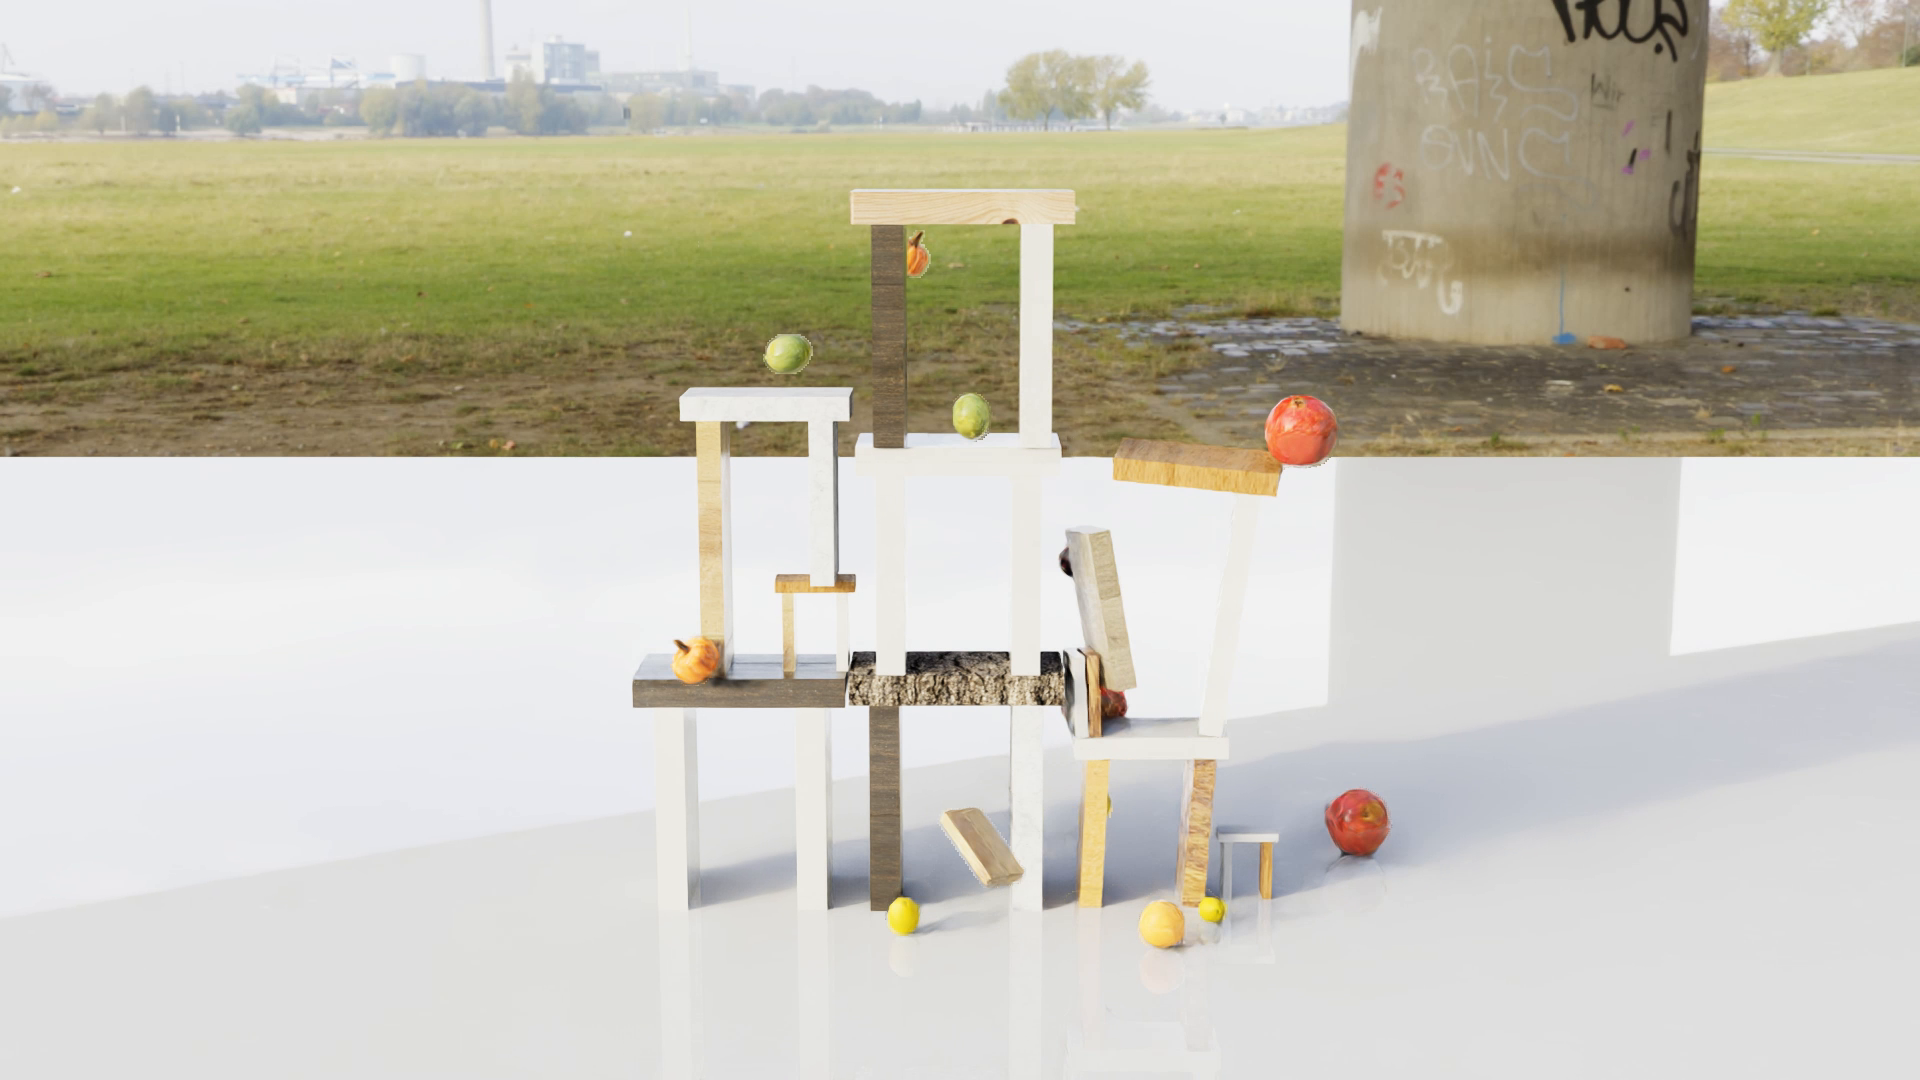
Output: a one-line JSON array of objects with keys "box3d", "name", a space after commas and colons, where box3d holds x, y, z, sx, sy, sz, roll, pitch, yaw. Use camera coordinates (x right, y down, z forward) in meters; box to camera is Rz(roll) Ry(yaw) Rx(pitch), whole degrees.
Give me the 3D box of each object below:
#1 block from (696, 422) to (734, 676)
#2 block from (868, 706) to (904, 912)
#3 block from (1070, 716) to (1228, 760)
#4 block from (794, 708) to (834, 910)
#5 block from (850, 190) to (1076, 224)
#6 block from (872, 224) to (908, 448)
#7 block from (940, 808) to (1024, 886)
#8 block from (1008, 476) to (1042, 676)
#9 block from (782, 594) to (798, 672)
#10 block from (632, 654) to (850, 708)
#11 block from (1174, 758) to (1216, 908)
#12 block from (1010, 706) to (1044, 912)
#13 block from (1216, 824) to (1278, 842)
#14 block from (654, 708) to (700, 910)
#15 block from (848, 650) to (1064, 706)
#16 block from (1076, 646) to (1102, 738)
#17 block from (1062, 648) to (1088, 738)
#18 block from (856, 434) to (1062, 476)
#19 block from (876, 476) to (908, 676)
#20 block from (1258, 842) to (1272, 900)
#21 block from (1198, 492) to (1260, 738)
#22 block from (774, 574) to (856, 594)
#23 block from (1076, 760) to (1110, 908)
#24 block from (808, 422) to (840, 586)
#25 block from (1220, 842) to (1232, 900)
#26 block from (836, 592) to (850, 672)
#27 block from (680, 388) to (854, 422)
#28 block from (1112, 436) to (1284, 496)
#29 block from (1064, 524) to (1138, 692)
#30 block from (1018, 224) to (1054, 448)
[{"box3d": [-0.395, 0.004, 3.557, 0.038, 0.413, 0.133, 0, 11, 0], "name": "block"}, {"box3d": [-0.121, 0.420, 3.640, 0.049, 0.346, 0.173, 0, 11, 0], "name": "block"}, {"box3d": [0.309, 0.326, 3.617, 0.249, 0.035, 0.125, 0, 11, -1], "name": "block"}, {"box3d": [-0.241, 0.421, 3.642, 0.048, 0.341, 0.171, 0, 11, 0], "name": "block"}, {"box3d": [0.004, -0.525, 3.460, 0.346, 0.049, 0.173, 0, 11, 0], "name": "block"}, {"box3d": [-0.112, -0.331, 3.496, 0.049, 0.346, 0.173, 0, 11, 0], "name": "block"}, {"box3d": [0.033, 0.454, 3.262, 0.068, 0.019, 0.135, -1, 40, -41], "name": "block"}, {"box3d": [0.105, 0.043, 3.568, 0.046, 0.323, 0.162, 0, 11, 0], "name": "block"}, {"box3d": [-0.278, 0.143, 3.587, 0.018, 0.130, 0.065, 0, 11, 0], "name": "block"}, {"box3d": [-0.354, 0.230, 3.607, 0.341, 0.048, 0.171, 0, 11, 0], "name": "block"}, {"box3d": [0.389, 0.467, 3.640, 0.035, 0.249, 0.125, 4, 11, -1], "name": "block"}, {"box3d": [0.109, 0.420, 3.640, 0.049, 0.346, 0.173, 0, 11, 0], "name": "block"}, {"box3d": [0.475, 0.486, 3.648, 0.099, 0.014, 0.050, 0, 11, 0], "name": "block"}, {"box3d": [-0.468, 0.421, 3.642, 0.048, 0.341, 0.171, 0, 11, 0], "name": "block"}, {"box3d": [-0.006, 0.226, 3.603, 0.346, 0.049, 0.173, 0, 11, 0], "name": "block"}, {"box3d": [0.209, 0.247, 3.576, 0.019, 0.135, 0.068, -4, 11, -12], "name": "block"}, {"box3d": [0.188, 0.248, 3.571, 0.019, 0.135, 0.068, -6, 11, -10], "name": "block"}, {"box3d": [-0.003, -0.138, 3.534, 0.323, 0.046, 0.162, 0, 11, 0], "name": "block"}, {"box3d": [-0.111, 0.043, 3.568, 0.046, 0.323, 0.162, 0, 11, 0], "name": "block"}, {"box3d": [0.508, 0.542, 3.658, 0.014, 0.099, 0.050, 0, 11, 0], "name": "block"}, {"box3d": [0.436, 0.103, 3.553, 0.036, 0.412, 0.129, 9, 19, 5], "name": "block"}, {"box3d": [-0.235, 0.070, 3.574, 0.130, 0.018, 0.065, 0, 11, -2], "name": "block"}, {"box3d": [0.219, 0.468, 3.642, 0.035, 0.249, 0.125, 3, 11, 0], "name": "block"}, {"box3d": [-0.219, -0.069, 3.545, 0.038, 0.266, 0.133, 0, 11, 0], "name": "block"}, {"box3d": [0.442, 0.542, 3.658, 0.014, 0.099, 0.049, 0, 11, 0], "name": "block"}, {"box3d": [-0.191, 0.143, 3.586, 0.018, 0.130, 0.065, 0, 11, 0], "name": "block"}, {"box3d": [-0.306, -0.217, 3.516, 0.265, 0.038, 0.133, 0, 11, 0], "name": "block"}, {"box3d": [0.379, -0.117, 3.492, 0.257, 0.036, 0.129, 6, 19, 10], "name": "block"}, {"box3d": [0.227, 0.109, 3.553, 0.036, 0.257, 0.129, -12, 7, -13], "name": "block"}, {"box3d": [0.119, -0.330, 3.495, 0.049, 0.346, 0.173, 0, 11, 0], "name": "block"}]
